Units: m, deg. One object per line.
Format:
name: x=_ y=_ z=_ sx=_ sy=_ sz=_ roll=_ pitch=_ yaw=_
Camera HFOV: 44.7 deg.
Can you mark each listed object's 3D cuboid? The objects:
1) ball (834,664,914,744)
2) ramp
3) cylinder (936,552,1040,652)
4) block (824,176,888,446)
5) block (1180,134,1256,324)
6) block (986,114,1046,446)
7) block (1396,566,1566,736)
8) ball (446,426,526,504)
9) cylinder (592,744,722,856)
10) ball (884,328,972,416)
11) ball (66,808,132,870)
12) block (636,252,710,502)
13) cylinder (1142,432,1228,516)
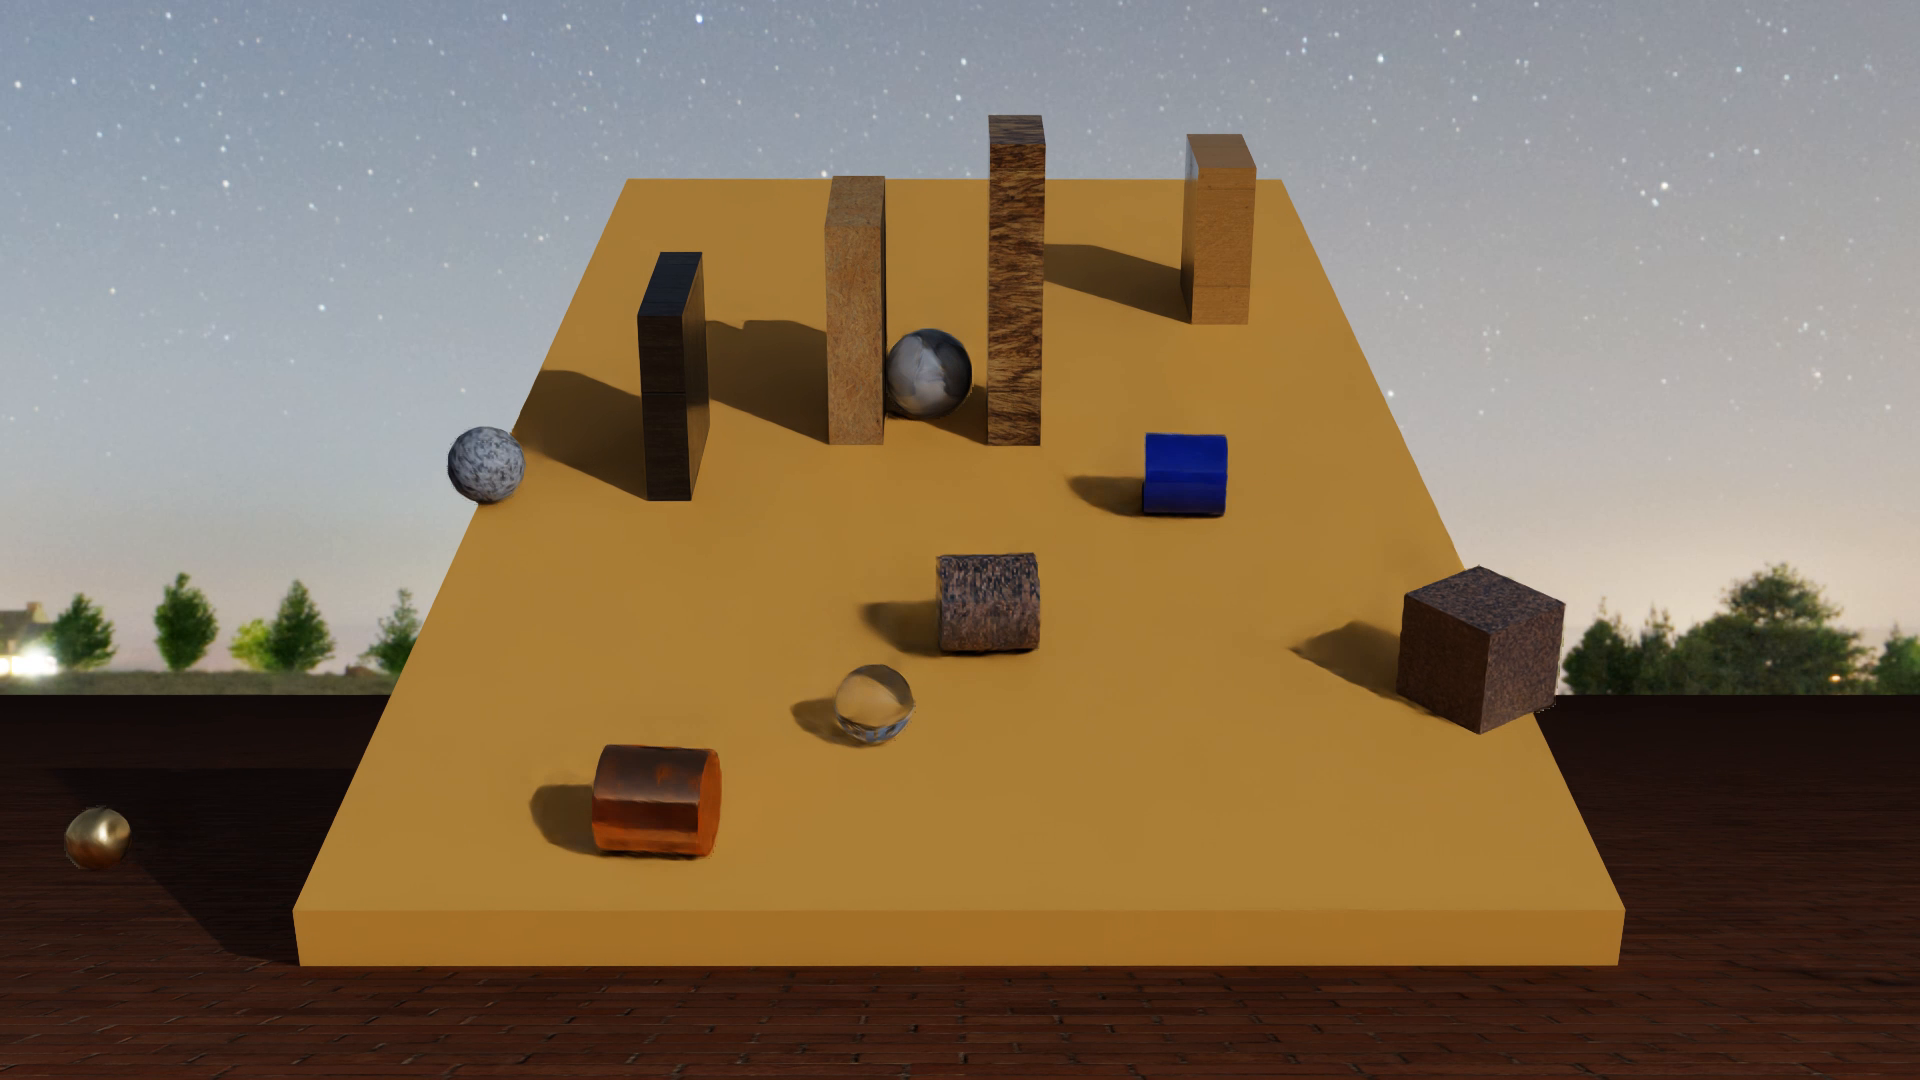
ball: x=-0.145 y=0.277 z=3.951 sx=0.134 sy=0.134 sz=0.134 roll=0 pitch=-4 yaw=0
ramp: x=-0.008 y=-0.229 z=5.342 sx=2.000 sy=0.100 sz=4.000 roll=0 pitch=25 yaw=0
cylinder: x=0.049 y=0.114 z=4.253 sx=0.176 sy=0.176 sz=0.176 roll=-2 pitch=-3 yaw=-4
block: x=-0.231 y=-0.522 z=5.259 sx=0.119 sy=0.501 sz=0.401 roll=0 pitch=25 yaw=0
block: x=0.658 y=-0.799 z=5.982 sx=0.143 sy=0.408 sz=0.324 roll=0 pitch=25 yaw=0
block: x=0.120 y=-0.571 z=5.150 sx=0.117 sy=0.682 sz=0.247 roll=0 pitch=25 yaw=0
block: x=0.907 y=0.190 z=4.075 sx=0.194 sy=0.194 sz=0.194 roll=-18 pitch=30 yaw=-34
ball: x=-0.988 y=-0.157 z=4.865 sx=0.160 sy=0.160 sz=0.160 roll=0 pitch=-4 yaw=0
cylinder: x=-0.470 y=0.404 z=3.631 sx=0.165 sy=0.165 sz=0.165 roll=3 pitch=-3 yaw=6
ball: x=-0.071 y=-0.381 z=5.313 sx=0.201 sy=0.201 sz=0.201 roll=0 pitch=-4 yaw=0
ball: x=-2.005 y=0.695 z=5.434 sx=0.144 sy=0.144 sz=0.144 roll=0 pitch=-4 yaw=0
block: x=-0.610 y=-0.356 z=5.004 sx=0.091 sy=0.410 sz=0.427 roll=0 pitch=25 yaw=0
cylinder: x=0.464 y=-0.137 z=4.822 sx=0.166 sy=0.166 sz=0.166 roll=2 pitch=-4 yaw=3
